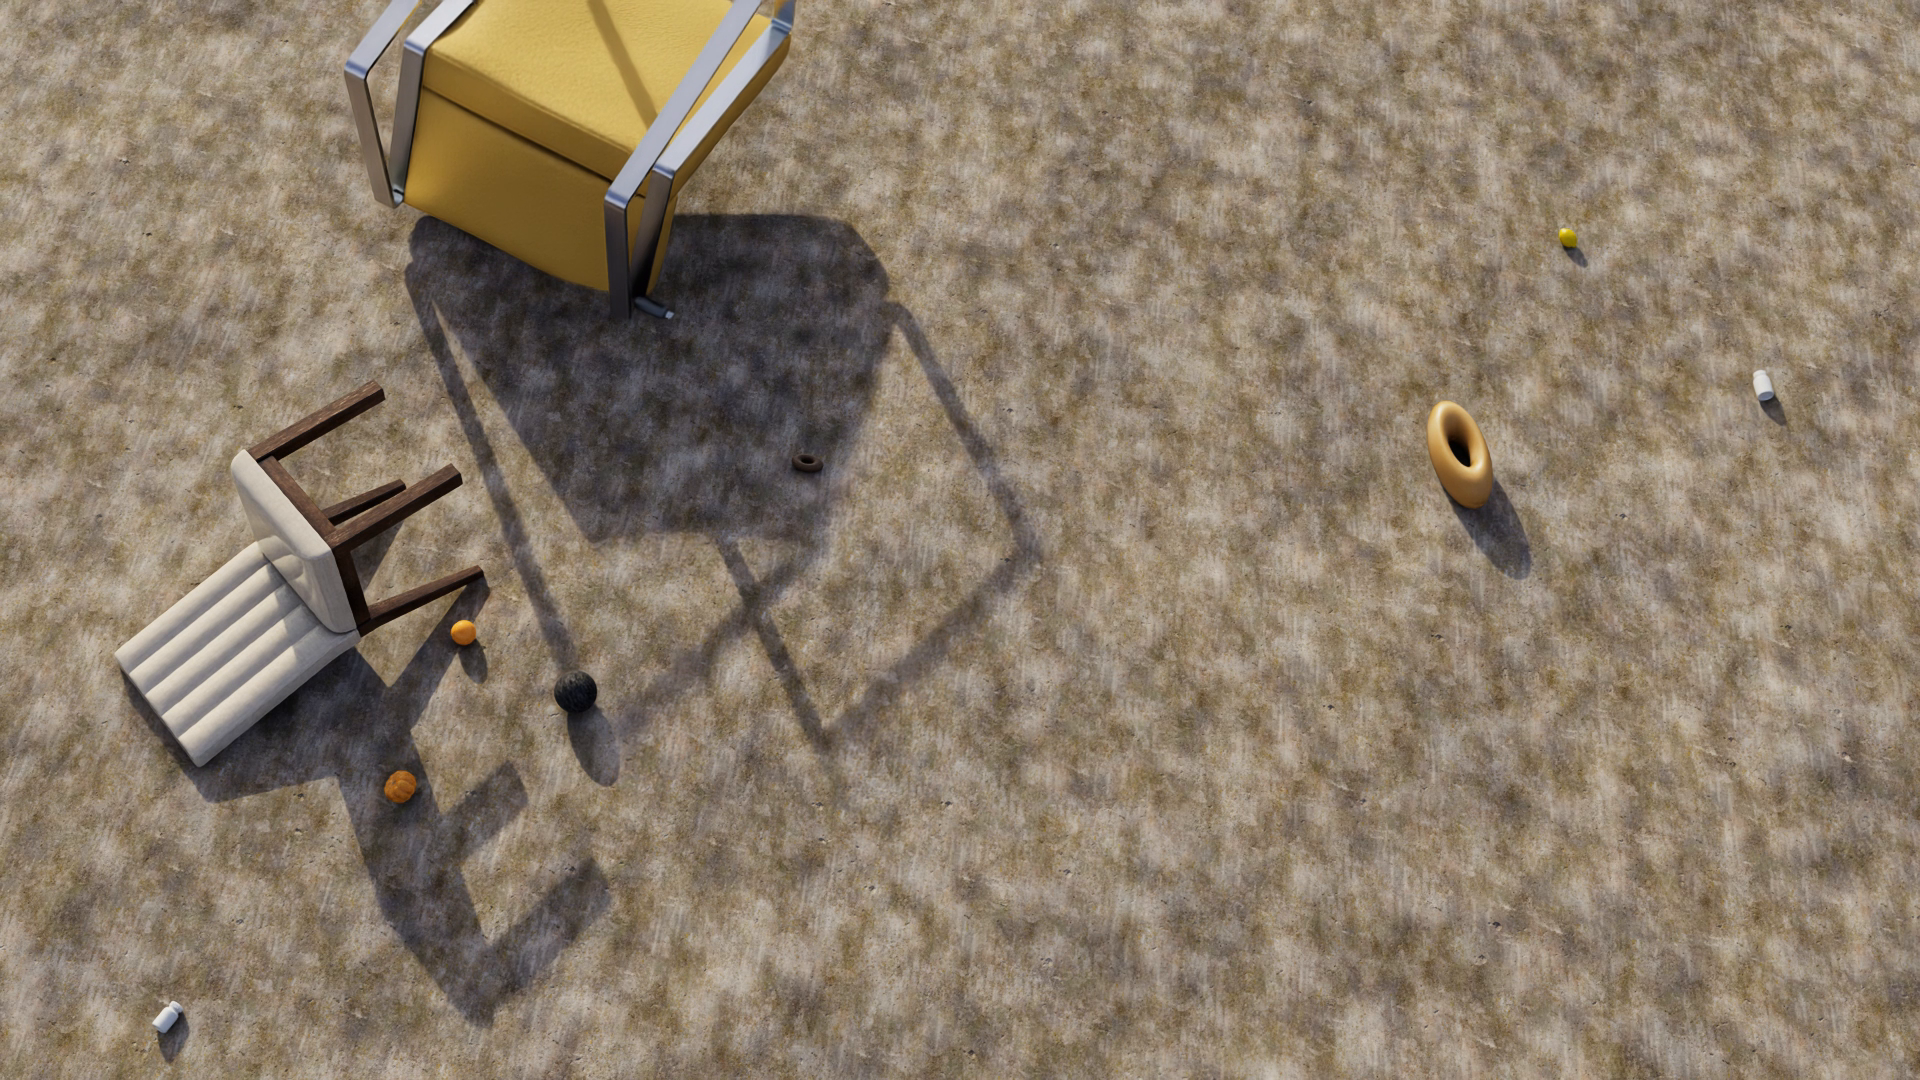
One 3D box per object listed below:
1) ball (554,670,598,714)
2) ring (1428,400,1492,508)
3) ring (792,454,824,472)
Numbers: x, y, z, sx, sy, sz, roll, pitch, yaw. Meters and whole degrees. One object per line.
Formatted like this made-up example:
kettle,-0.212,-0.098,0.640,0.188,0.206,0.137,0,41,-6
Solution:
ball,-1.086,0.429,6.213,0.120,0.120,0.120,0,56,0
ring,1.516,-0.260,6.673,0.166,0.129,0.385,-10,56,-4
ring,-0.465,-0.235,6.711,0.101,0.036,0.053,11,59,8
